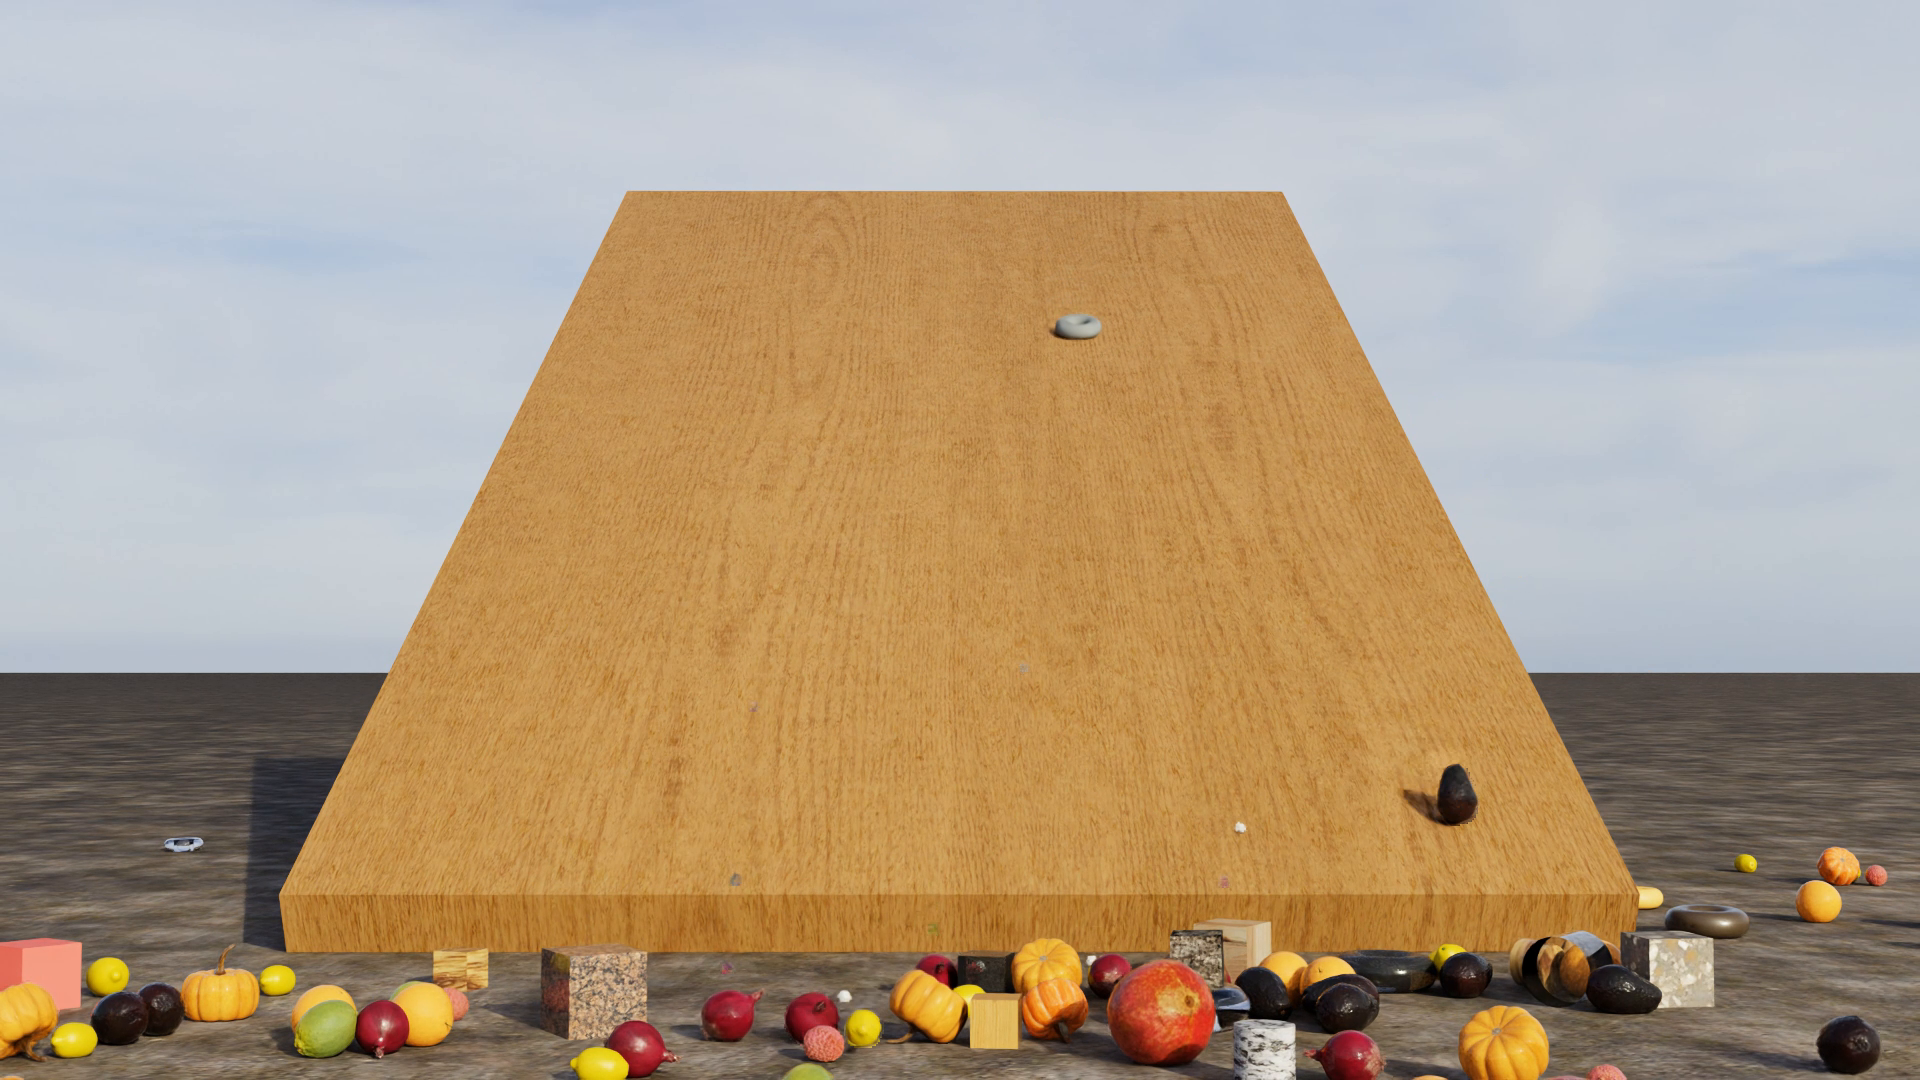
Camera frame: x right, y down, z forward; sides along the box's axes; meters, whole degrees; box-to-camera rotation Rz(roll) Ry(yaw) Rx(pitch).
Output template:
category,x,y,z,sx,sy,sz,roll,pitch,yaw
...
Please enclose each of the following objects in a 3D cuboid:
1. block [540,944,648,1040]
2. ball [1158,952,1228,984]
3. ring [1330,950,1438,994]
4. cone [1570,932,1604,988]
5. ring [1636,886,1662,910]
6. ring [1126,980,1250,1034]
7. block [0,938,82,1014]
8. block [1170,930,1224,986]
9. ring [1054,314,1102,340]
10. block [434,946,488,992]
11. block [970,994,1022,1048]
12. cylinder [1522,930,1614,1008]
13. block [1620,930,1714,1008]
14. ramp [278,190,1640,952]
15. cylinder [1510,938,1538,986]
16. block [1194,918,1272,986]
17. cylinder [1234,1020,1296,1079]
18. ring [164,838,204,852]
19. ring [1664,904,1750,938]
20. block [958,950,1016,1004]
category,x,y,z,sx,sy,sz,roll,pitch,yaw
block,-0.427,0.525,2.700,0.094,0.094,0.094,2,-4,-30
ball,0.286,0.537,2.844,0.086,0.086,0.086,0,-3,0
ring,0.560,0.569,3.061,0.139,0.046,0.139,1,-4,0
cone,0.826,0.559,3.101,0.069,0.069,0.069,0,-3,0
ring,1.184,0.630,4.081,0.105,0.035,0.105,-1,-4,0
ring,0.269,0.550,2.735,0.147,0.049,0.147,-1,-4,0
block,-1.154,0.543,2.886,0.080,0.080,0.080,-2,-4,37
block,0.282,0.497,2.751,0.060,0.060,0.060,-2,-3,9
ring,0.296,-0.533,5.796,0.118,0.039,0.118,-1,25,0
block,-0.659,0.566,3.059,0.051,0.051,0.051,-1,-3,21
block,0.041,0.540,2.605,0.053,0.053,0.053,0,-3,6
cylinder,0.767,0.541,2.925,0.088,0.088,0.088,-2,-4,34
block,0.895,0.543,2.934,0.084,0.084,0.084,0,-3,-8
ramp,-0.008,-0.227,5.259,2.000,0.100,4.000,0,23,0
cylinder,0.771,0.561,3.061,0.063,0.063,0.063,2,-4,-38
block,0.368,0.556,3.130,0.079,0.079,0.079,-2,-4,32
cylinder,0.309,0.522,2.347,0.062,0.062,0.062,0,-3,0
ring,-1.788,0.702,5.337,0.087,0.029,0.087,-1,-4,0
ring,1.181,0.603,3.662,0.129,0.043,0.129,0,-2,0
block,0.034,0.556,2.945,0.060,0.060,0.060,-1,-3,15
